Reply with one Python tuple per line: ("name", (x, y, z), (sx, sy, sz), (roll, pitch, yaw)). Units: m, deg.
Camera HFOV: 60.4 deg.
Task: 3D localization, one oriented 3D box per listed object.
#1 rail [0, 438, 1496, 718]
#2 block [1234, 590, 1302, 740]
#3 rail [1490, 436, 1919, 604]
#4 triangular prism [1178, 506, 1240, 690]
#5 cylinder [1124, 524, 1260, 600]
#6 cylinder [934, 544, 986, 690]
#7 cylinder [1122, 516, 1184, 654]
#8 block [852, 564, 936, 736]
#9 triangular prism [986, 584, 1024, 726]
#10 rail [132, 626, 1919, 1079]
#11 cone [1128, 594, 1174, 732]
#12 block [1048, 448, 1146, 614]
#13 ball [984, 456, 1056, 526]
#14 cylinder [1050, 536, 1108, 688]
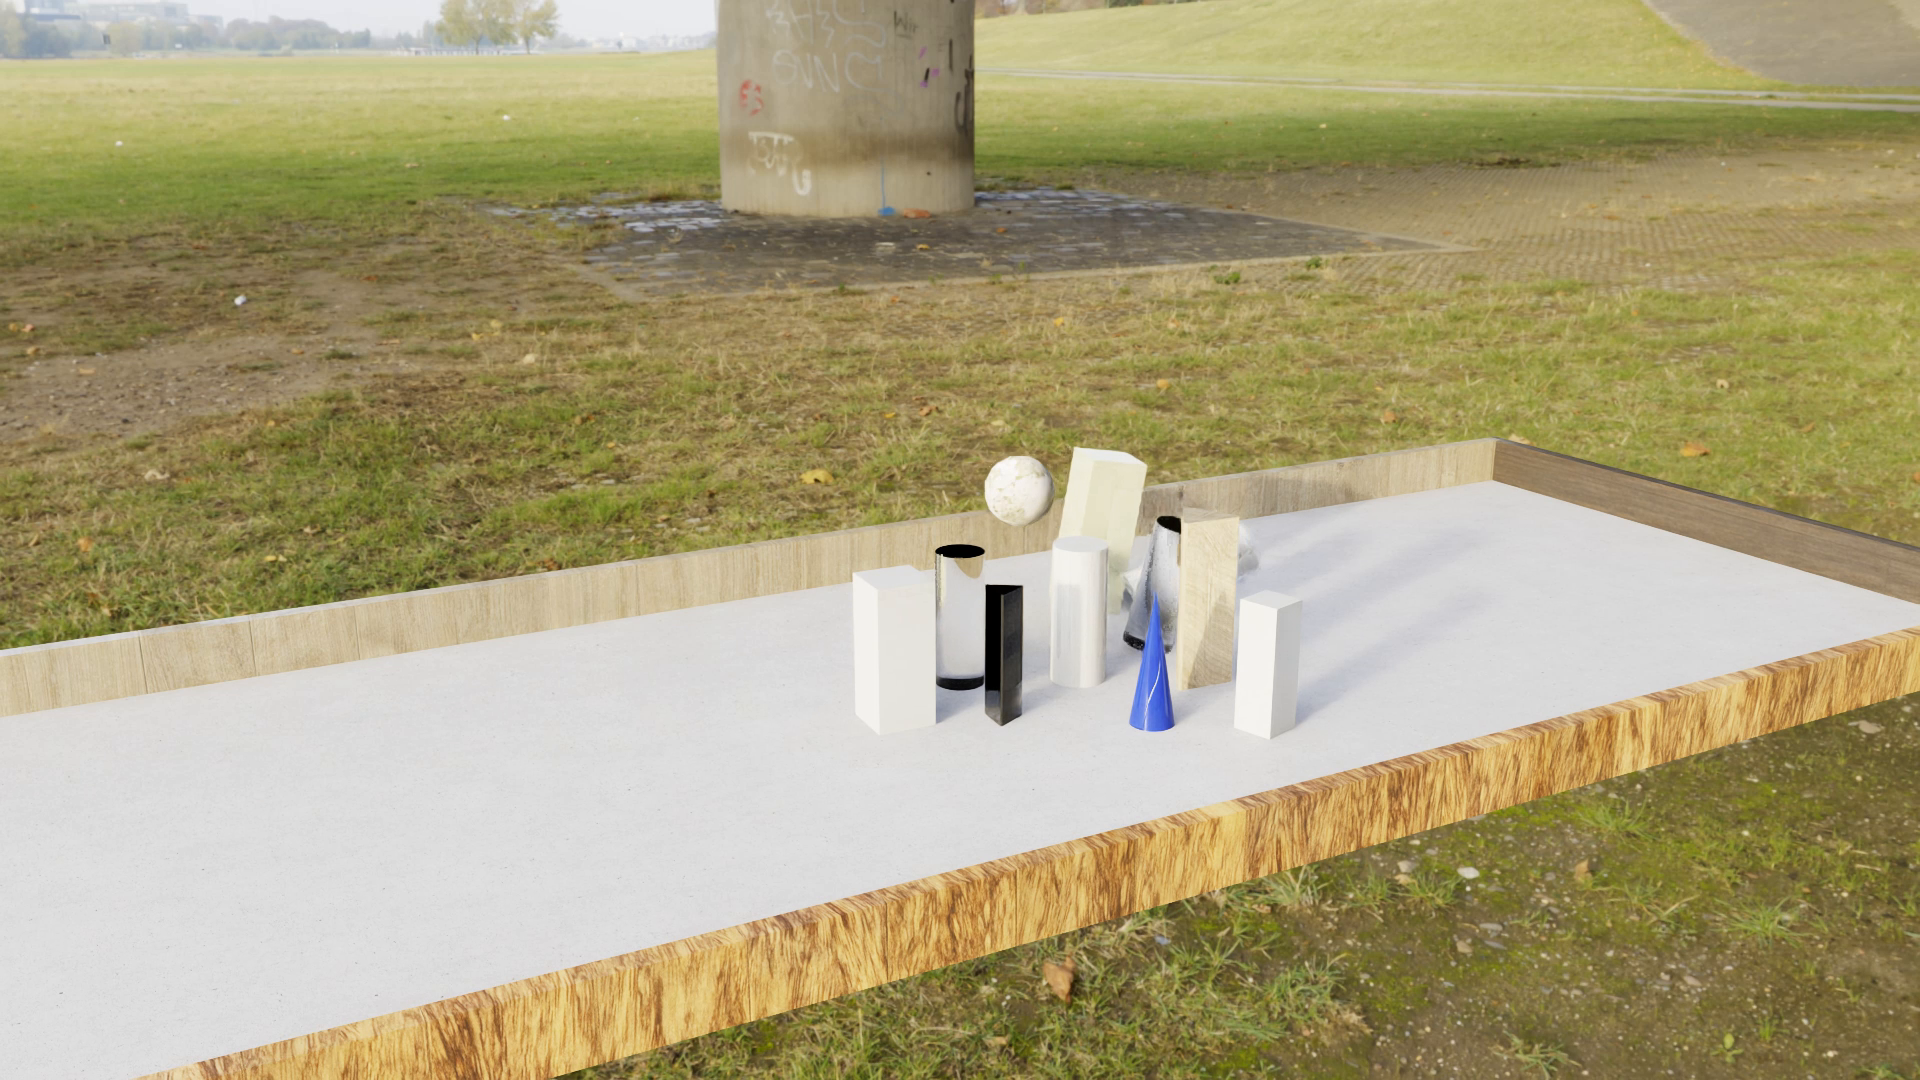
("rail", (-3.305, 0.497, 3.399), (12.000, 0.150, 0.050), (-9, 18, -27))
("block", (0.713, 0.287, 3.816), (0.100, 0.316, 0.100), (-15, 22, -42))
("rail", (2.466, -0.048, 5.253), (0.050, 0.150, 2.100), (-9, 18, -27))
("triangular prism", (0.585, 0.140, 4.115), (0.153, 0.430, 0.133), (-7, 18, -23))
("cylinder", (0.640, 0.087, 4.563), (0.346, 0.146, 0.146), (-26, 19, -2))
("cylinder", (0.000, 0.192, 4.096), (0.123, 0.342, 0.123), (0, 16, 0))
("cylinder", (0.533, 0.119, 4.315), (0.131, 0.337, 0.131), (12, 19, -4))
("block", (-0.153, 0.255, 3.859), (0.144, 0.354, 0.144), (-8, 18, -25))
("triangular prism", (0.091, 0.265, 3.878), (0.075, 0.324, 0.087), (11, 20, 34))
("rail", (-2.336, 1.006, 1.665), (12.000, 0.150, 0.050), (-9, 18, -27))
("cone", (0.452, 0.273, 3.843), (0.108, 0.329, 0.108), (0, 16, 0))
("block", (0.385, -0.025, 4.637), (0.158, 0.433, 0.158), (5, 14, -18))
("ball", (0.174, -0.144, 4.814), (0.206, 0.206, 0.206), (0, 16, 0))
("cylinder", (0.298, 0.179, 4.120), (0.140, 0.353, 0.140), (0, 16, 0))
